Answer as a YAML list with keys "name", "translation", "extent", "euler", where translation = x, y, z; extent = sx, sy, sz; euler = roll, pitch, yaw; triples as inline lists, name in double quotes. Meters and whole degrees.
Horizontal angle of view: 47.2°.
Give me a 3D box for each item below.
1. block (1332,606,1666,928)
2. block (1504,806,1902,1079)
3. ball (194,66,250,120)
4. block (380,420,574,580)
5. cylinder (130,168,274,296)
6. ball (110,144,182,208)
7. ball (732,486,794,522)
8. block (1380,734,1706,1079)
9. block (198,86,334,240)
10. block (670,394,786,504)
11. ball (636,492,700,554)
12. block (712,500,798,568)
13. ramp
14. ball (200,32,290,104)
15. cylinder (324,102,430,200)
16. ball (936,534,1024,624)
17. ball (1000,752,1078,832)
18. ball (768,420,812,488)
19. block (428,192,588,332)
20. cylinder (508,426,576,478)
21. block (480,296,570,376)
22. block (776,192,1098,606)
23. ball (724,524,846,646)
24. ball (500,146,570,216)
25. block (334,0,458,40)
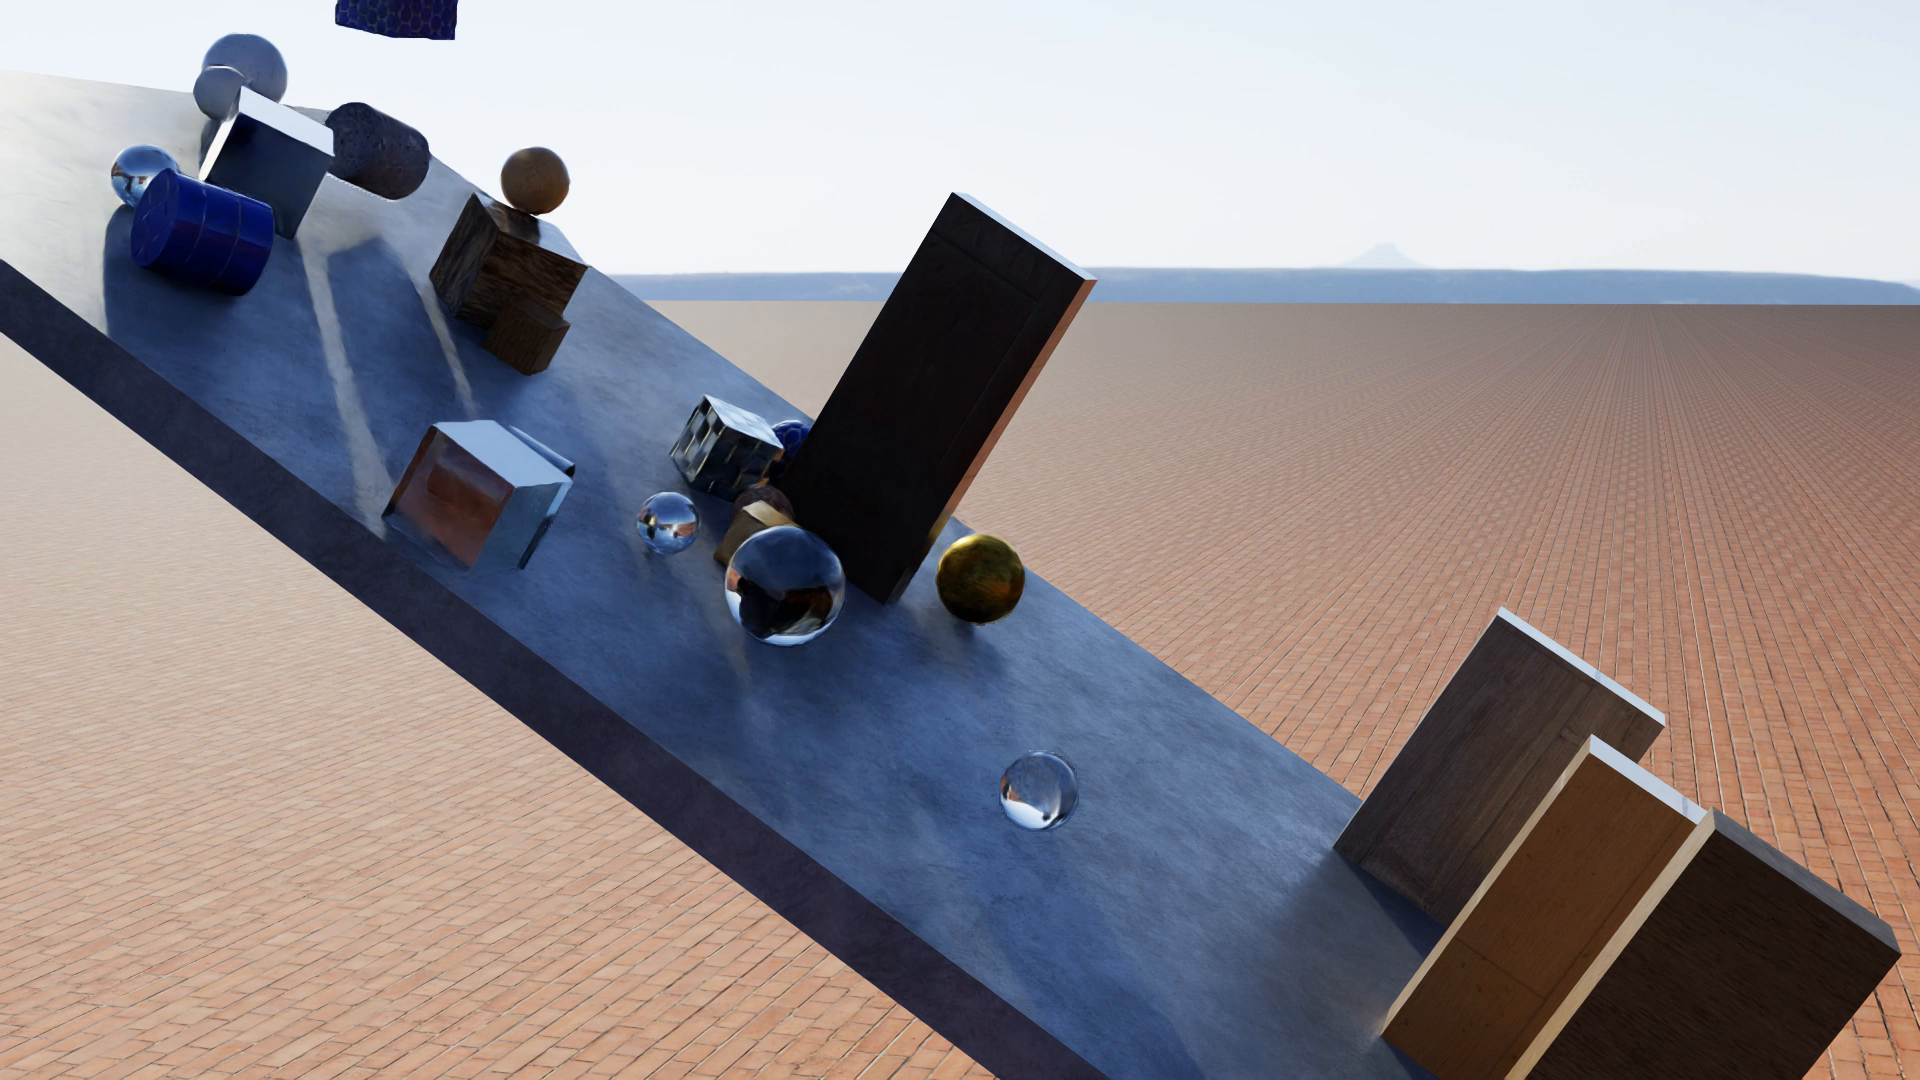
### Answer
- name: "block"
  translation: [1.076, 0.485, 4.409]
  extent: [0.380, 0.582, 0.119]
  euler: [35, 15, 11]
- name: "block"
  translation: [0.945, 0.748, 3.035]
  extent: [0.279, 0.722, 0.135]
  euler: [35, 15, 11]
- name: "ball"
  translation: [-1.507, -0.912, 4.489]
  extent: [0.111, 0.111, 0.111]
  euler: [0, 7, 0]
- name: "block"
  translation: [-0.734, -0.063, 3.352]
  extent: [0.169, 0.169, 0.169]
  euler: [36, 15, 14]
- name: "cylinder"
  translation: [-1.279, -0.517, 3.712]
  extent: [0.170, 0.170, 0.170]
  euler: [17, -7, -43]
- name: "ball"
  translation: [-1.439, -0.642, 3.891]
  extent: [0.119, 0.119, 0.119]
  euler: [0, 7, 0]
- name: "ball"
  translation: [-0.369, -0.044, 4.123]
  extent: [0.117, 0.117, 0.117]
  euler: [0, 7, 0]
- name: "block"
  translation: [1.063, 0.705, 3.647]
  extent: [0.450, 0.600, 0.149]
  euler: [35, 15, 11]
- name: "block"
  translation: [-1.336, -0.726, 4.233]
  extent: [0.187, 0.187, 0.187]
  euler: [25, 17, -26]
- name: "block"
  translation: [-0.456, -0.173, 4.312]
  extent: [0.142, 0.142, 0.142]
  euler: [22, 18, -34]
- name: "ball"
  translation: [-0.506, -0.030, 3.818]
  extent: [0.109, 0.109, 0.109]
  euler: [0, 7, 0]
- name: "block"
  translation: [-0.360, 0.010, 3.984]
  extent: [0.109, 0.109, 0.109]
  euler: [34, 15, 8]
- name: "ramp"
  translation: [-0.141, 0.235, 4.106]
  extent: [4.000, 0.100, 2.000]
  euler: [35, 15, 11]
- name: "ball"
  translation: [-1.535, -1.000, 4.723]
  extent: [0.180, 0.180, 0.180]
  euler: [0, 7, 0]
- name: "cylinder"
  translation: [-1.234, -0.820, 4.637]
  extent: [0.163, 0.163, 0.163]
  euler: [3, -7, 24]
- name: "ball"
  translation: [0.041, 0.078, 4.426]
  extent: [0.180, 0.180, 0.180]
  euler: [0, 7, 0]
- name: "ball"
  translation: [0.130, 0.415, 3.629]
  extent: [0.129, 0.129, 0.129]
  euler: [0, 7, 0]
- name: "ball"
  translation: [-0.346, -0.173, 4.524]
  extent: [0.146, 0.146, 0.146]
  euler: [0, 7, 0]
- name: "block"
  translation: [-0.918, -0.545, 4.462]
  extent: [0.202, 0.202, 0.202]
  euler: [20, 19, -38]
- name: "cylinder"
  translation: [-0.716, -0.106, 3.625]
  extent: [0.118, 0.118, 0.118]
  euler: [32, 9, 1]
- name: "block"
  translation: [-0.852, -0.402, 4.319]
  extent: [0.107, 0.107, 0.107]
  euler: [33, 15, 2]
- name: "block"
  translation: [-0.067, -0.269, 4.227]
  extent: [0.305, 0.741, 0.101]
  euler: [35, 15, 11]
- name: "ball"
  translation: [-0.295, 0.077, 3.713]
  extent: [0.205, 0.205, 0.205]
  euler: [0, 7, 0]
- name: "ball"
  translation: [-0.877, -0.742, 4.536]
  extent: [0.143, 0.143, 0.143]
  euler: [0, 7, 0]
- name: "block"
  translation: [-1.094, -1.070, 4.281]
  extent: [0.162, 0.162, 0.162]
  euler: [18, 19, 30]
